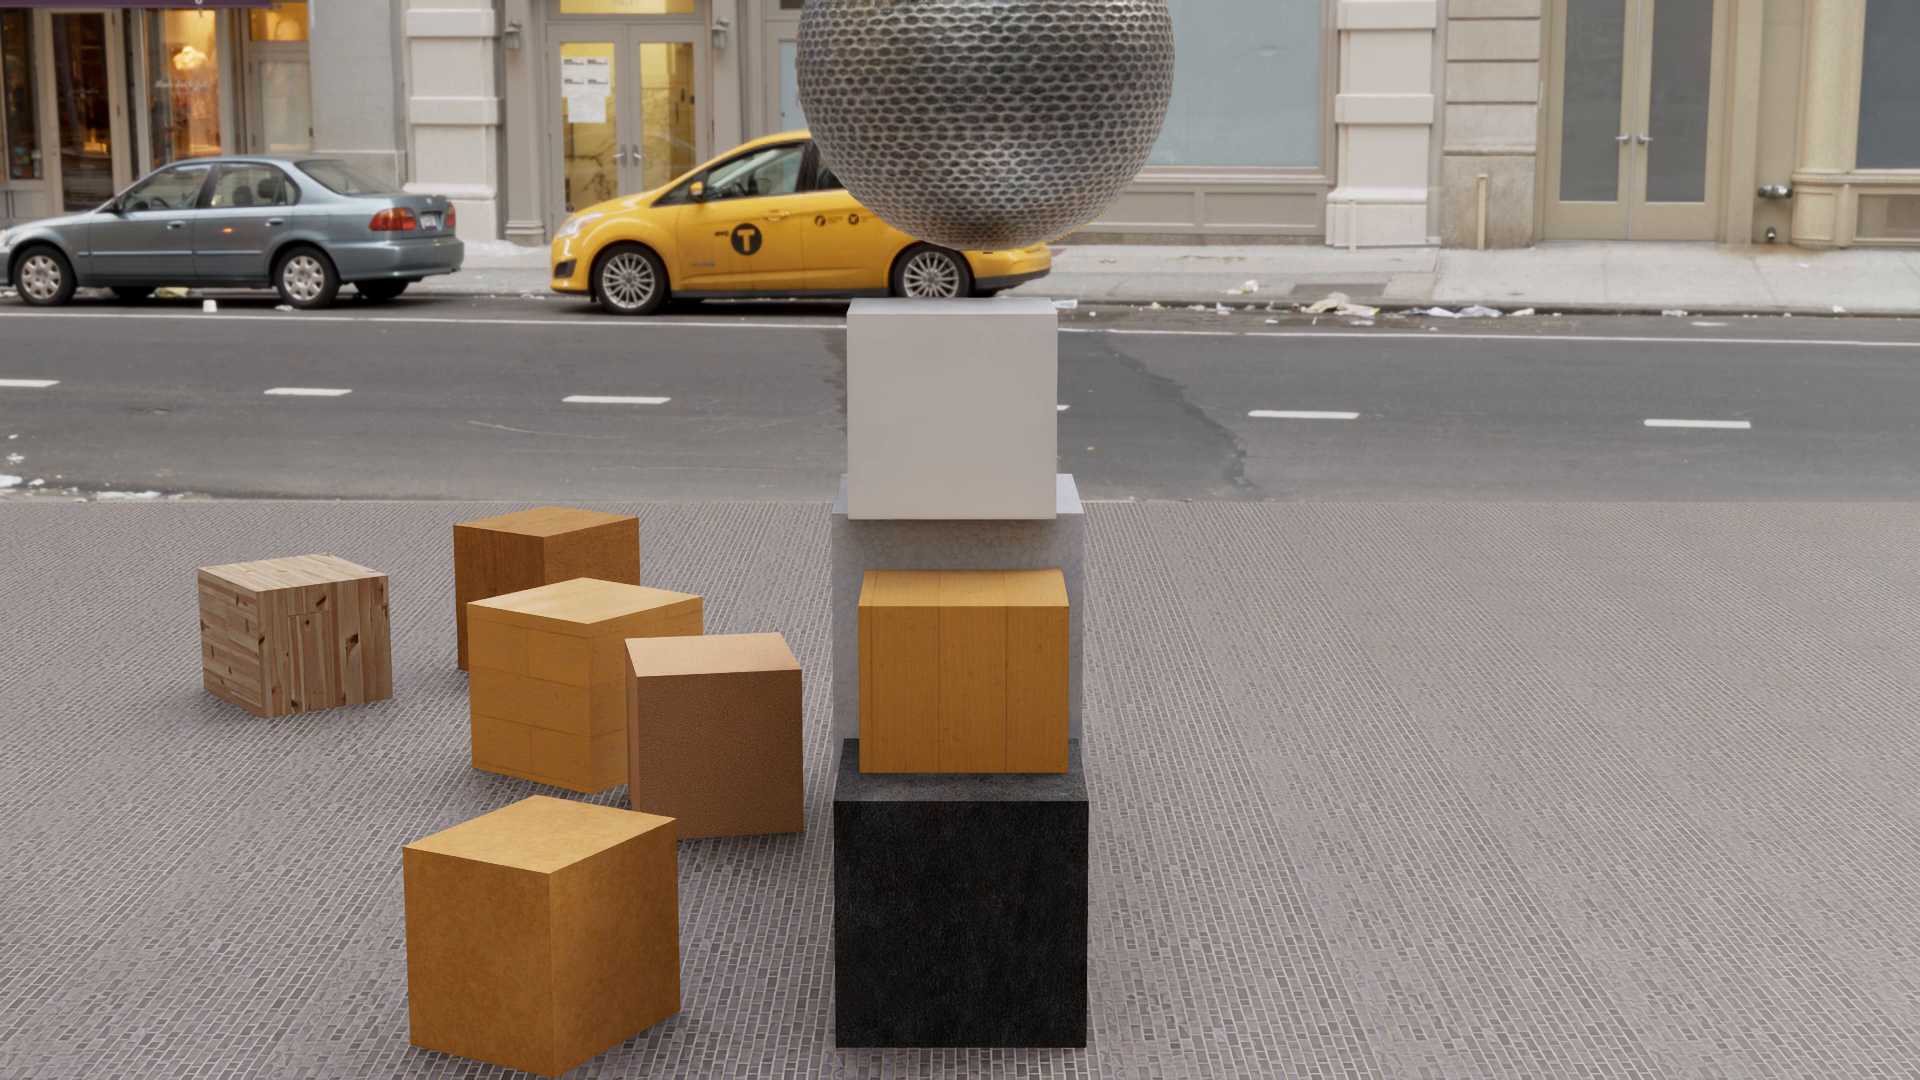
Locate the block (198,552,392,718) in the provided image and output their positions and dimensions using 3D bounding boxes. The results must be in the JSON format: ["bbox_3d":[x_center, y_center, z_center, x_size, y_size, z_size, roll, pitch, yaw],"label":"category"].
[{"bbox_3d":[-3.798,0.531,14.650,0.778,0.714,0.859,-8,13,-37],"label":"block"}]

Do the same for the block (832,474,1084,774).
[{"bbox_3d":[-0.011,0.325,10.730,0.999,1.060,1.015,0,10,0],"label":"block"}]

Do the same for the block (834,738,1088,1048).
[{"bbox_3d":[0.004,1.316,9.719,0.916,0.933,0.882,0,10,0],"label":"block"}]

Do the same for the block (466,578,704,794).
[{"bbox_3d":[-1.911,0.727,13.160,0.848,0.861,0.837,7,13,35],"label":"block"}]

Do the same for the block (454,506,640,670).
[{"bbox_3d":[-2.466,0.316,15.384,0.728,0.874,0.822,7,12,34],"label":"block"}]

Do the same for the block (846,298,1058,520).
[{"bbox_3d":[-0.033,-0.539,10.281,0.811,0.801,0.719,0,10,0],"label":"block"}]

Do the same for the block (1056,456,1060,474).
[{"bbox_3d":[0.039,0.005,12.575,0.861,0.841,0.880,0,3,-1],"label":"block"}]

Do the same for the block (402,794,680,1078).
[{"bbox_3d":[-1.537,1.446,9.502,0.662,0.755,0.770,6,12,28],"label":"block"}]

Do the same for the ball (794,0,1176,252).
[{"bbox_3d":[0.105,-2.019,10.813,1.600,1.600,1.600,0,10,0],"label":"ball"}]

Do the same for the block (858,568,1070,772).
[{"bbox_3d":[0.014,0.492,9.872,0.778,0.635,0.725,0,10,0],"label":"block"}]

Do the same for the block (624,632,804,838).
[{"bbox_3d":[-1.185,0.926,12.286,0.761,0.782,0.813,-2,11,-11],"label":"block"}]
